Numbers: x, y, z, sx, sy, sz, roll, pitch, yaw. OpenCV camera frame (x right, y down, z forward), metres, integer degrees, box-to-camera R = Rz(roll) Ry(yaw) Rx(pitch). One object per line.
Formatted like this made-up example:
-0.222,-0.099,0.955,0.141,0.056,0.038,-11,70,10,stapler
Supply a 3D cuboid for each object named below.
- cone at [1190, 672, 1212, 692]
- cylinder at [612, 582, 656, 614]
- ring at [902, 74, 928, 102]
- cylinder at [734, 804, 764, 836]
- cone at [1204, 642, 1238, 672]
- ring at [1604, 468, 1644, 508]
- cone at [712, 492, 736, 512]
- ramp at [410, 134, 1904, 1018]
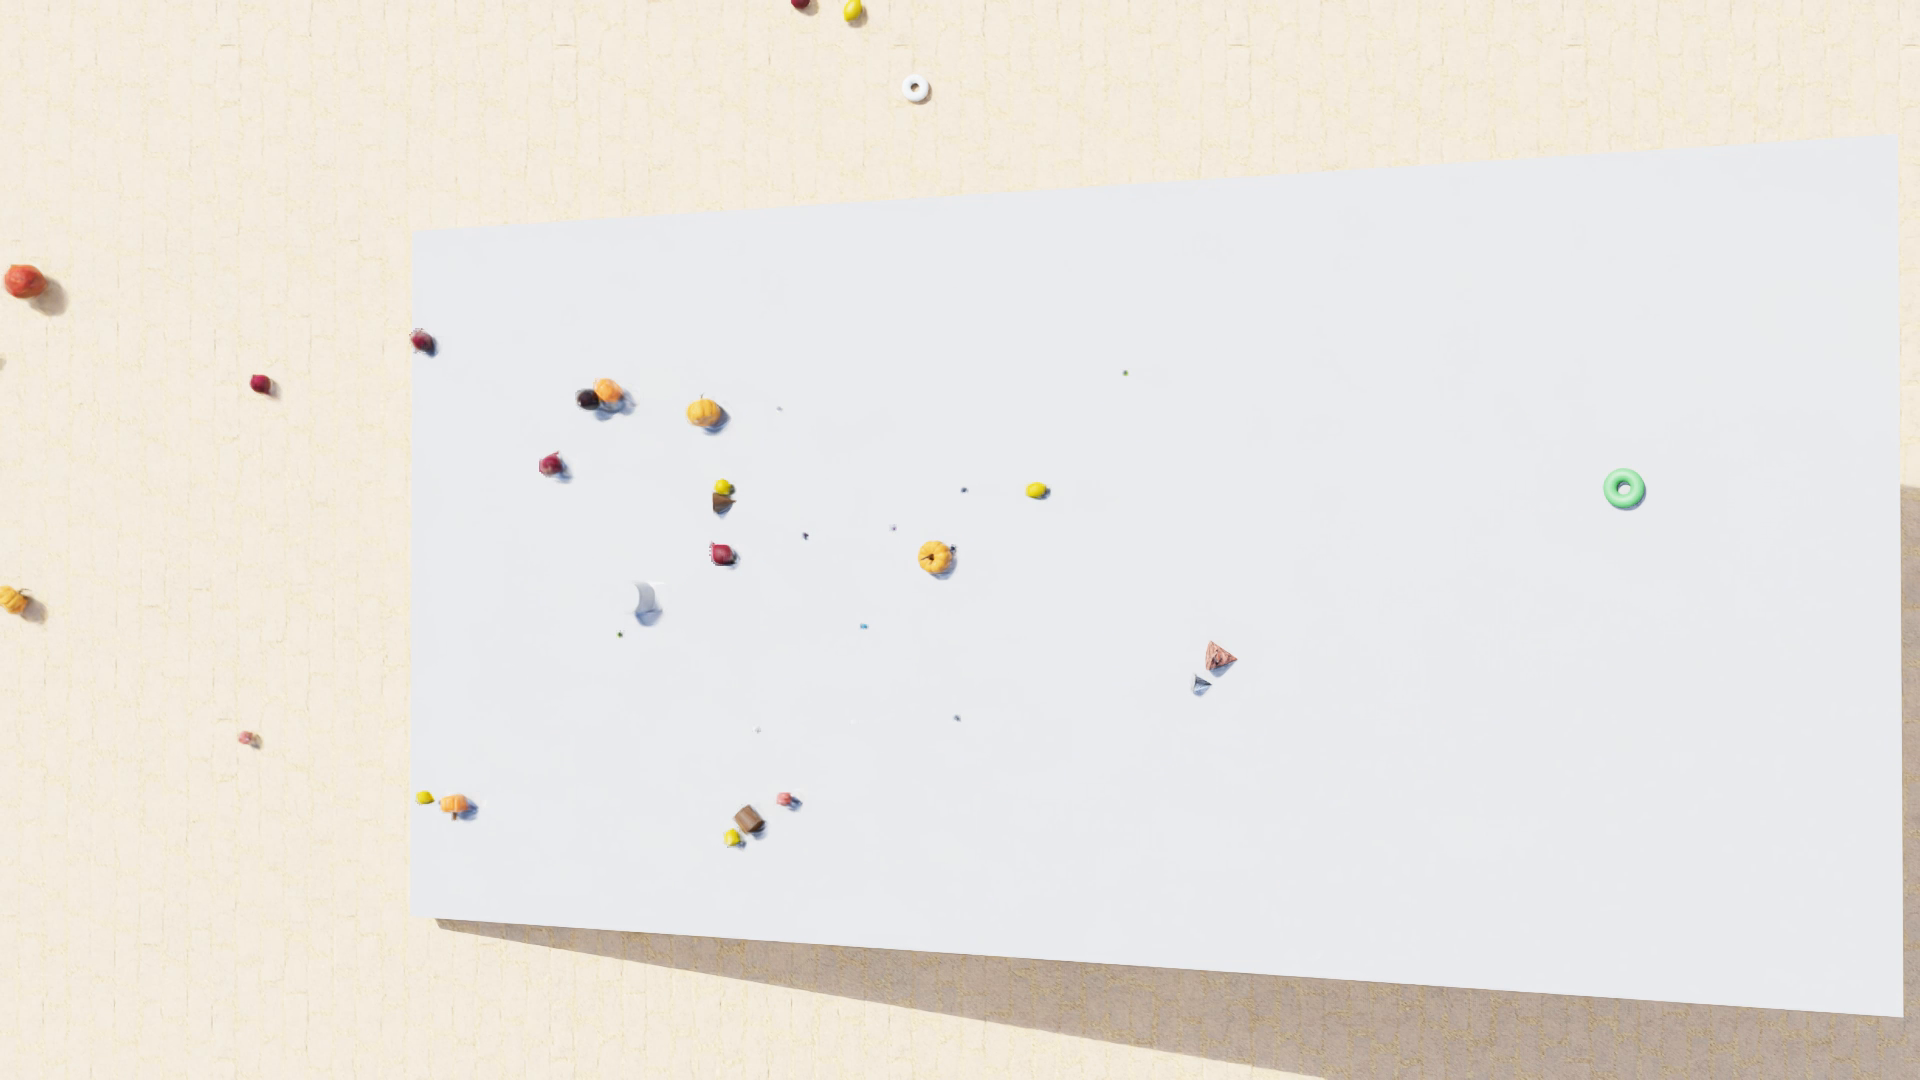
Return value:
0.613,0.362,5.549,0.052,0.052,0.052,8,89,-6,cone
-0.906,0.159,6.102,0.089,0.089,0.089,0,89,21,cylinder
-0.133,-1.340,6.517,0.081,0.027,0.081,0,89,1,ring
-0.576,0.762,5.982,0.060,0.060,0.060,-42,74,0,cylinder
0.663,0.295,5.525,0.076,0.076,0.076,5,89,-10,cone
1.564,-0.123,5.184,0.094,0.031,0.094,0,89,23,ring
-0.647,-0.105,6.038,0.064,0.064,0.064,-3,89,-6,cone
0.282,0.088,5.746,4.000,0.100,2.000,0,89,21,ramp
